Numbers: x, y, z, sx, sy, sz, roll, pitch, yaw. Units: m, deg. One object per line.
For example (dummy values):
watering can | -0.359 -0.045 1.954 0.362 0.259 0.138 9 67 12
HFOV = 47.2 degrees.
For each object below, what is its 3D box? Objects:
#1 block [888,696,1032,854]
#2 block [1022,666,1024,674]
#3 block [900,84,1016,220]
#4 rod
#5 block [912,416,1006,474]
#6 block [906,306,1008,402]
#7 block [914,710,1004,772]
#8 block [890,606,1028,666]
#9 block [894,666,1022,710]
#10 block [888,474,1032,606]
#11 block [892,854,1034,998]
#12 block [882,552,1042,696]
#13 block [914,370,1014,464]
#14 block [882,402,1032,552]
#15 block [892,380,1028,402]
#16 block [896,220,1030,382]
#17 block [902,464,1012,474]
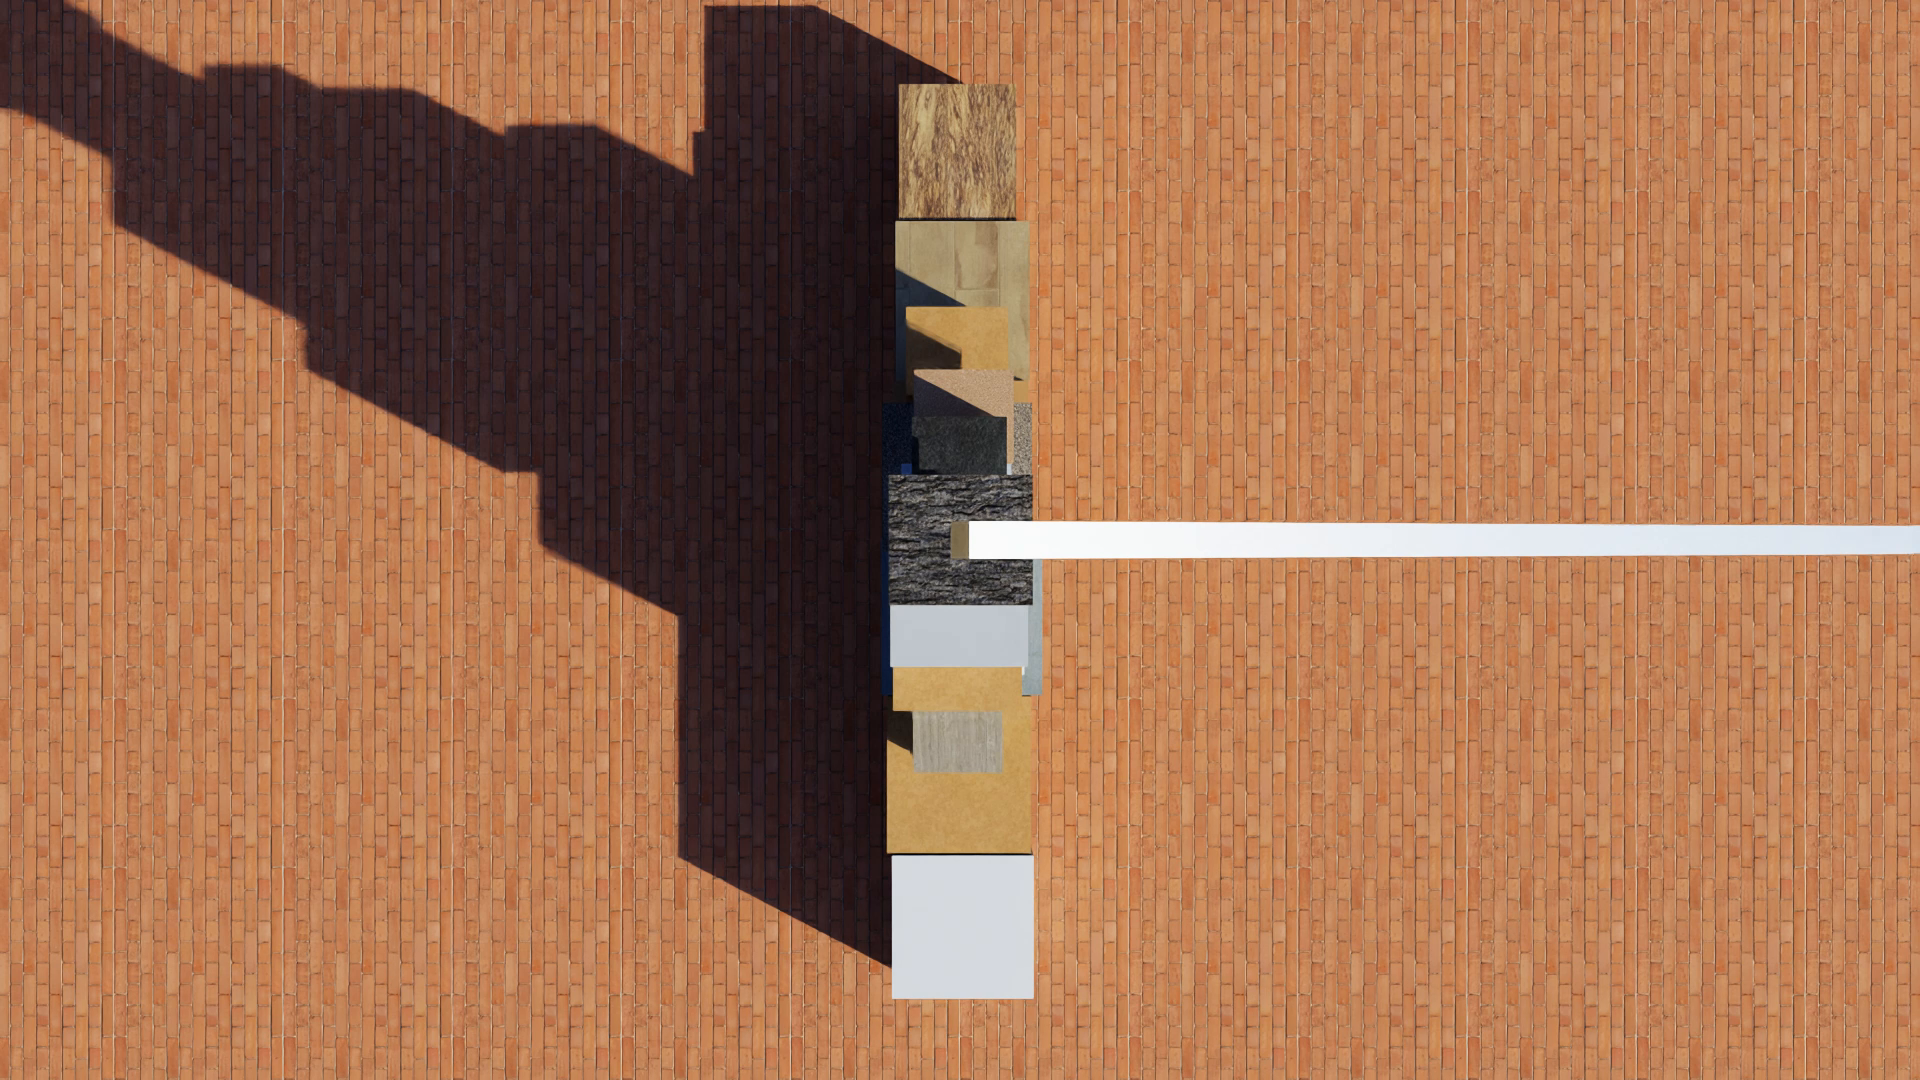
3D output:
block | -0.005 1.308 12.619 0.801 0.763 0.874 0 90 0
block | 0.014 0.389 11.892 0.652 0.639 0.641 0 90 0
block | -0.012 -2.169 12.647 0.656 0.707 0.760 0 90 0
rod | 2.234 0.000 6.063 5.200 0.080 0.080 0 90 -31
block | -0.003 -0.351 10.644 0.452 0.423 0.471 0 90 0
block | -0.015 -0.974 11.842 0.536 0.584 0.473 0 87 0
block | -0.010 0.976 11.934 0.476 0.569 0.475 0 94 0
block | -0.004 0.240 10.511 0.636 0.689 0.691 0 90 0
block | -0.012 0.527 11.215 0.636 0.715 0.632 0 90 0
block | 0.004 0.000 9.493 0.605 0.545 0.549 0 90 0
block | 0.015 2.152 12.611 0.787 0.778 0.794 0 90 0
block | 0.010 0.427 12.605 0.896 0.789 0.868 0 90 0
block | 0.019 -0.615 11.136 0.494 0.507 0.455 0 90 0
block | -0.014 -0.326 11.760 0.775 0.740 0.769 0 90 0
block | 0.004 -0.447 12.565 0.748 0.871 0.861 0 90 0
block | 0.014 -1.334 12.632 0.747 0.736 0.891 0 90 0
block | -0.019 -0.088 11.122 0.543 0.535 0.578 0 90 0
